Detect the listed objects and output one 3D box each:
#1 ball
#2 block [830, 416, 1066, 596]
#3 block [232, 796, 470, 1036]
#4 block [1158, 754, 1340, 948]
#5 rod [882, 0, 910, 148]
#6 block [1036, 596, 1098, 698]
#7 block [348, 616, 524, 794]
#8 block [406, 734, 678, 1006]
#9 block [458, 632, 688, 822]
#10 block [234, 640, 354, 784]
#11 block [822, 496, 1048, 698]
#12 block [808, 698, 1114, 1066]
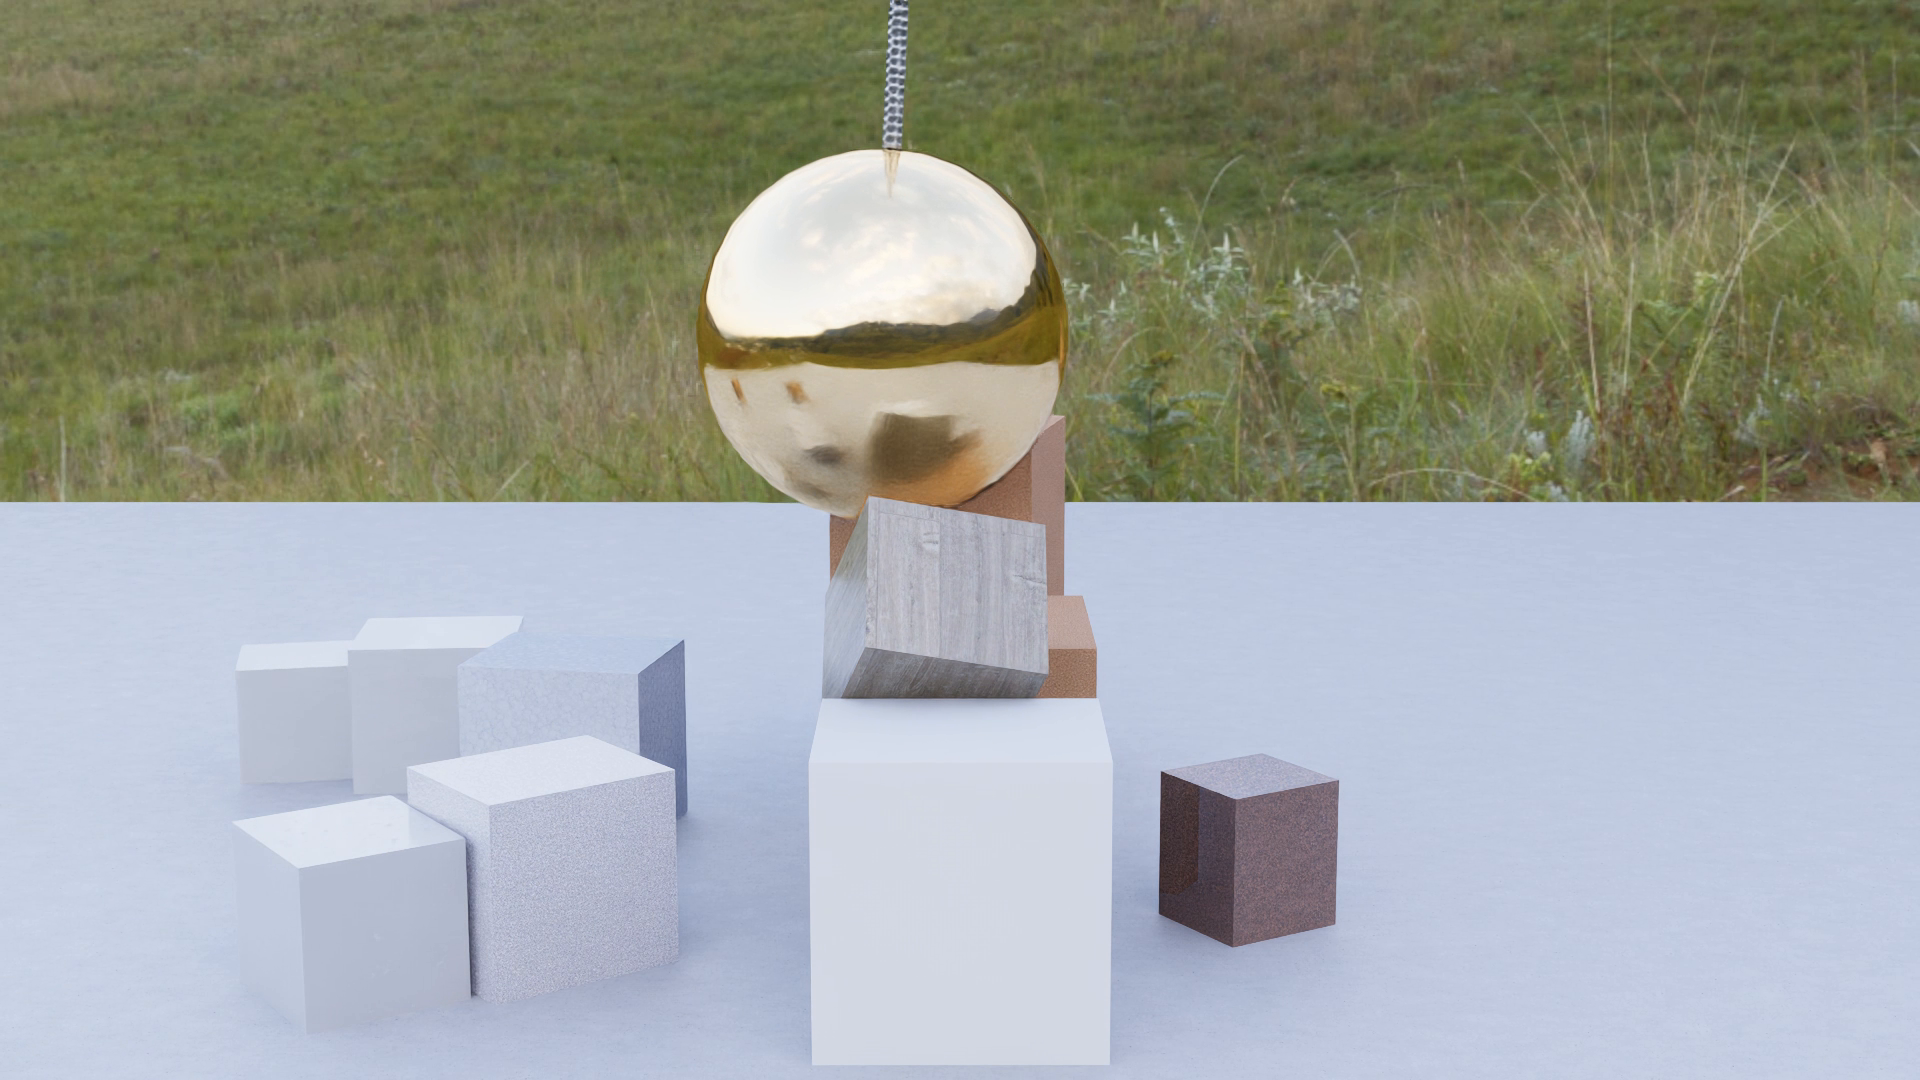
[{"bbox_3d":[-0.333,-0.877,11.021,1.600,1.600,1.600,0,10,0],"label":"ball"},{"bbox_3d":[-0.048,-0.072,12.355,0.965,0.981,0.844,2,11,13],"label":"block"},{"bbox_3d":[-2.354,1.429,9.909,0.656,0.642,0.724,-7,12,-34],"label":"block"},{"bbox_3d":[1.205,1.288,10.736,0.542,0.625,0.506,-6,12,-32],"label":"block"},{"bbox_3d":[-0.144,-4.217,10.414,0.080,5.200,0.080,3,10,-1],"label":"rod"},{"bbox_3d":[0.021,0.918,11.317,1.090,1.145,1.111,0,10,0],"label":"block"},{"bbox_3d":[-2.630,0.824,12.997,0.793,0.729,0.747,-1,10,-5],"label":"block"},{"bbox_3d":[-1.661,1.294,10.230,0.818,0.793,0.689,-8,13,-37],"label":"block"},{"bbox_3d":[-1.799,0.940,12.019,0.853,0.850,0.738,2,10,10],"label":"block"},{"bbox_3d":[-3.377,0.874,13.126,0.579,0.585,0.599,-2,11,-12],"label":"block"},{"bbox_3d":[-0.108,0.369,10.182,0.722,0.695,0.728,9,-36,-13],"label":"block"},{"bbox_3d":[0.002,1.248,9.564,1.068,1.122,0.937,0,10,0],"label":"block"}]
